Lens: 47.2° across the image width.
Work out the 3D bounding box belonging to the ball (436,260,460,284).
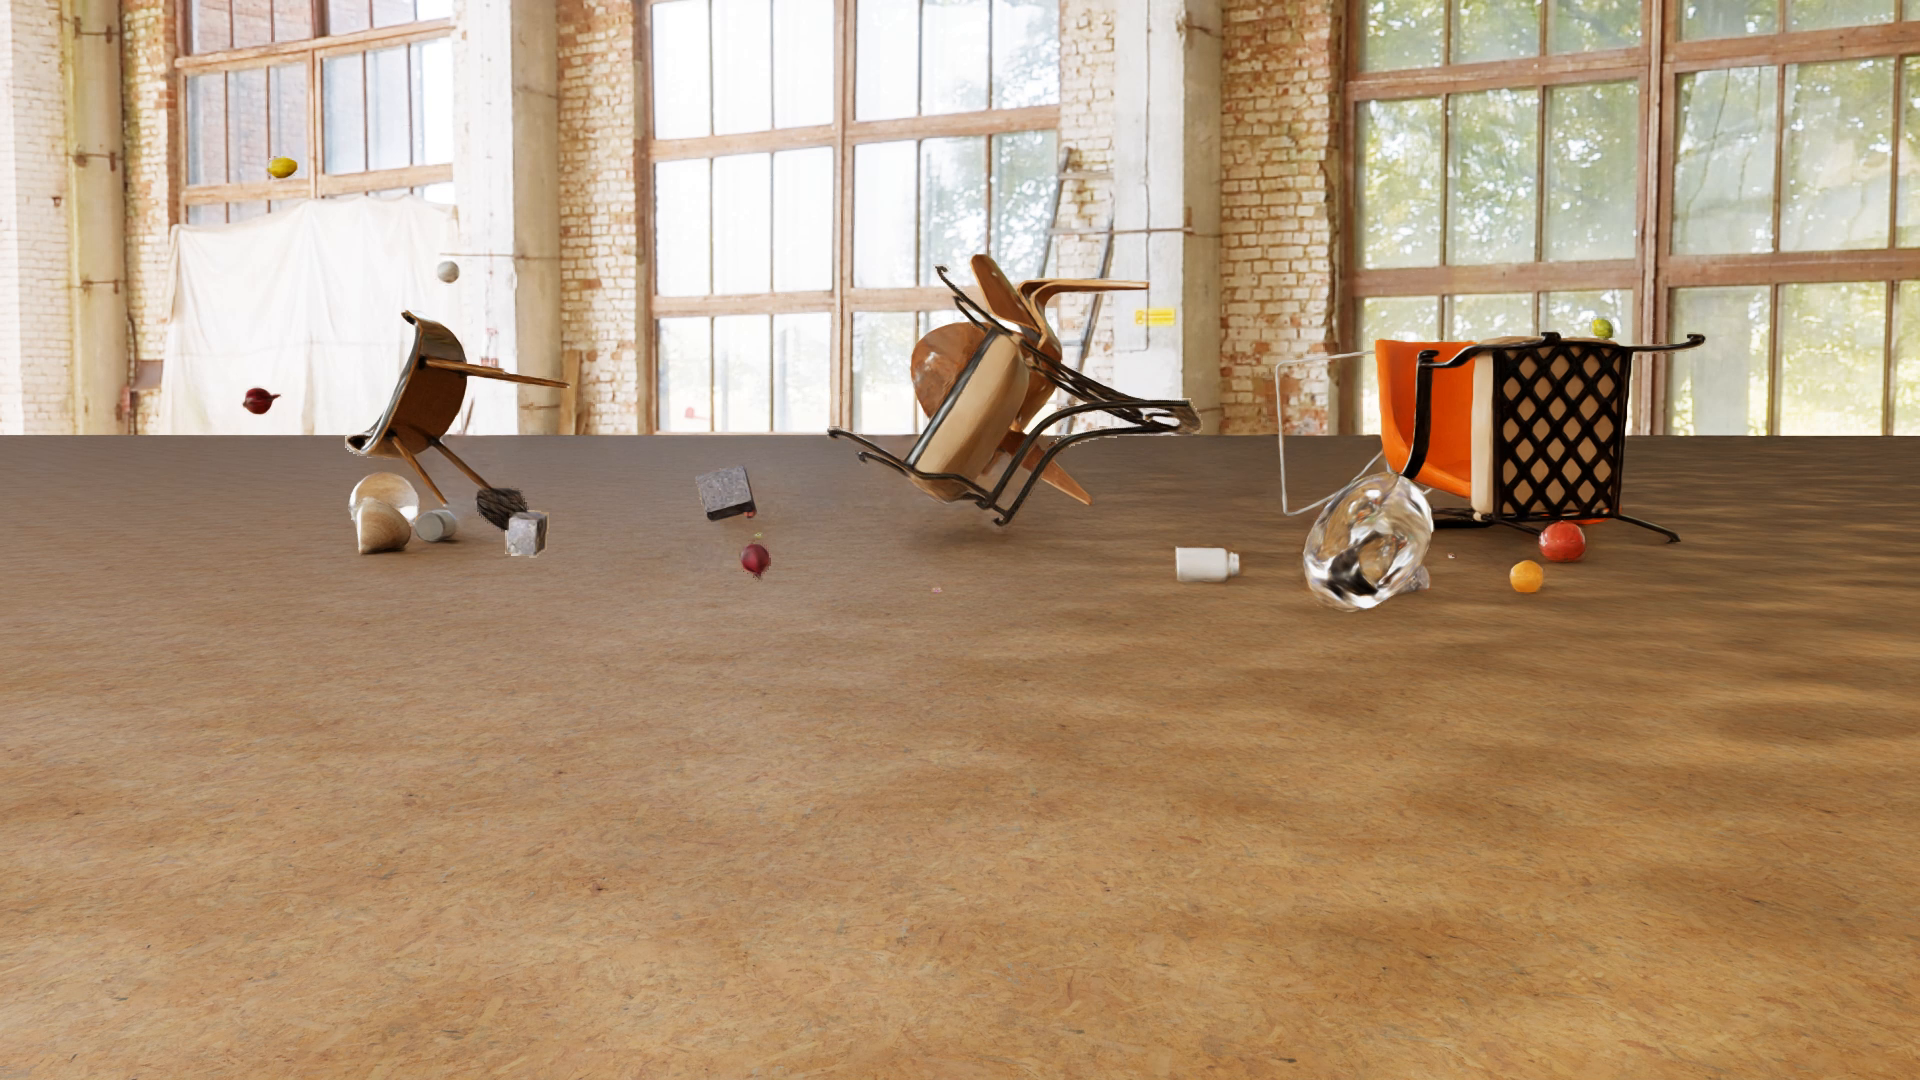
[{"bbox_3d":[-1.620,-0.849,6.960,0.074,0.074,0.074,0,4,0],"label":"ball"}]

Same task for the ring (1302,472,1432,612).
[{"bbox_3d":[0.836,0.003,4.511,0.282,0.128,0.355,-27,26,37],"label":"ring"}]

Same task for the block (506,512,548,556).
[{"bbox_3d":[-1.127,-0.018,5.725,0.071,0.090,0.159,6,7,-1],"label":"block"}]

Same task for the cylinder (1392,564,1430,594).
[{"bbox_3d":[0.976,0.086,4.785,0.071,0.052,0.066,-14,-24,33],"label":"cylinder"}]

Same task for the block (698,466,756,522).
[{"bbox_3d":[-0.785,-0.156,7.398,0.158,0.131,0.094,-16,-18,-1],"label":"block"}]

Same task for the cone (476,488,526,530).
[{"bbox_3d":[-1.376,-0.123,6.735,0.185,0.178,0.097,20,49,10],"label":"cone"}]

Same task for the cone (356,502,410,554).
[{"bbox_3d":[-1.620,0.000,6.056,0.161,0.130,0.201,32,23,-8],"label":"cone"}]

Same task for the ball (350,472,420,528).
[{"bbox_3d":[-1.719,-0.103,6.567,0.202,0.202,0.202,0,4,0],"label":"ball"}]
